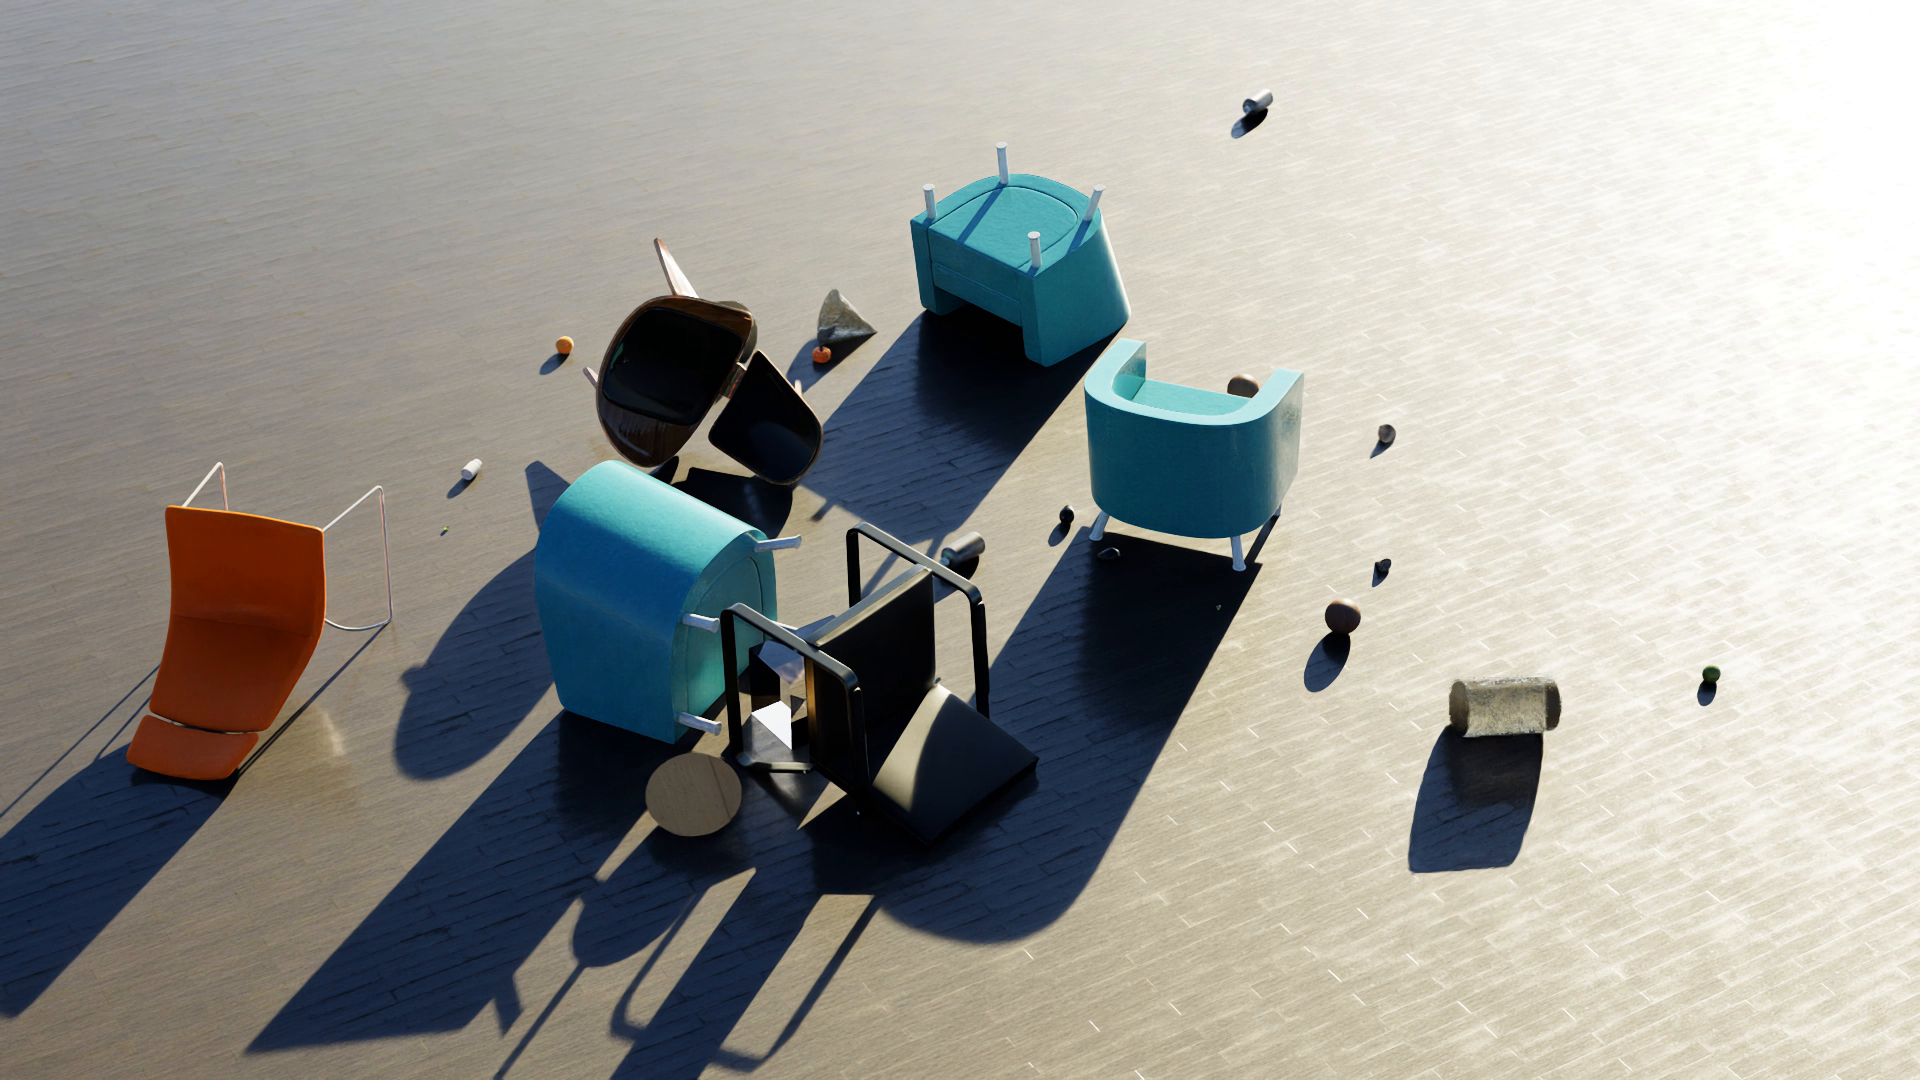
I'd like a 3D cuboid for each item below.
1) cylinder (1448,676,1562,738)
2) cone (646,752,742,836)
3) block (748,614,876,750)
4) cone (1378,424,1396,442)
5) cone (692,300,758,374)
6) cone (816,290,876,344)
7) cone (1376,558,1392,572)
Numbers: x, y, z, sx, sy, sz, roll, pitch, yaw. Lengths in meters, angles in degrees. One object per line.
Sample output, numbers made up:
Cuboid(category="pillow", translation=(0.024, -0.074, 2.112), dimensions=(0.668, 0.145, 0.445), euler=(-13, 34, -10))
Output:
Cuboid(category="cylinder", translation=(1.834, 0.561, 9.881), dimensions=(0.308, 0.191, 0.289), euler=(-3, -6, -5))
Cuboid(category="cone", translation=(-0.842, 0.788, 9.628), dimensions=(0.320, 0.276, 0.348), euler=(-16, 9, 9))
Cuboid(category="block", translation=(-0.500, 0.481, 9.967), dimensions=(0.343, 0.272, 0.256), euler=(-22, 39, -29))
Cuboid(category="cone", translation=(1.669, -0.416, 11.549), dimensions=(0.084, 0.076, 0.047), euler=(-32, 3, -23))
Cuboid(category="cone", translation=(-1.000, -0.825, 12.083), dimensions=(0.267, 0.312, 0.234), euler=(29, -10, -17))
Cuboid(category="cone", translation=(-0.445, -0.897, 12.214), dimensions=(0.231, 0.211, 0.242), euler=(16, 67, -26))
Cuboid(category="cone", translation=(1.546, 0.087, 10.793), dimensions=(0.062, 0.047, 0.063), euler=(-21, 18, -25))
